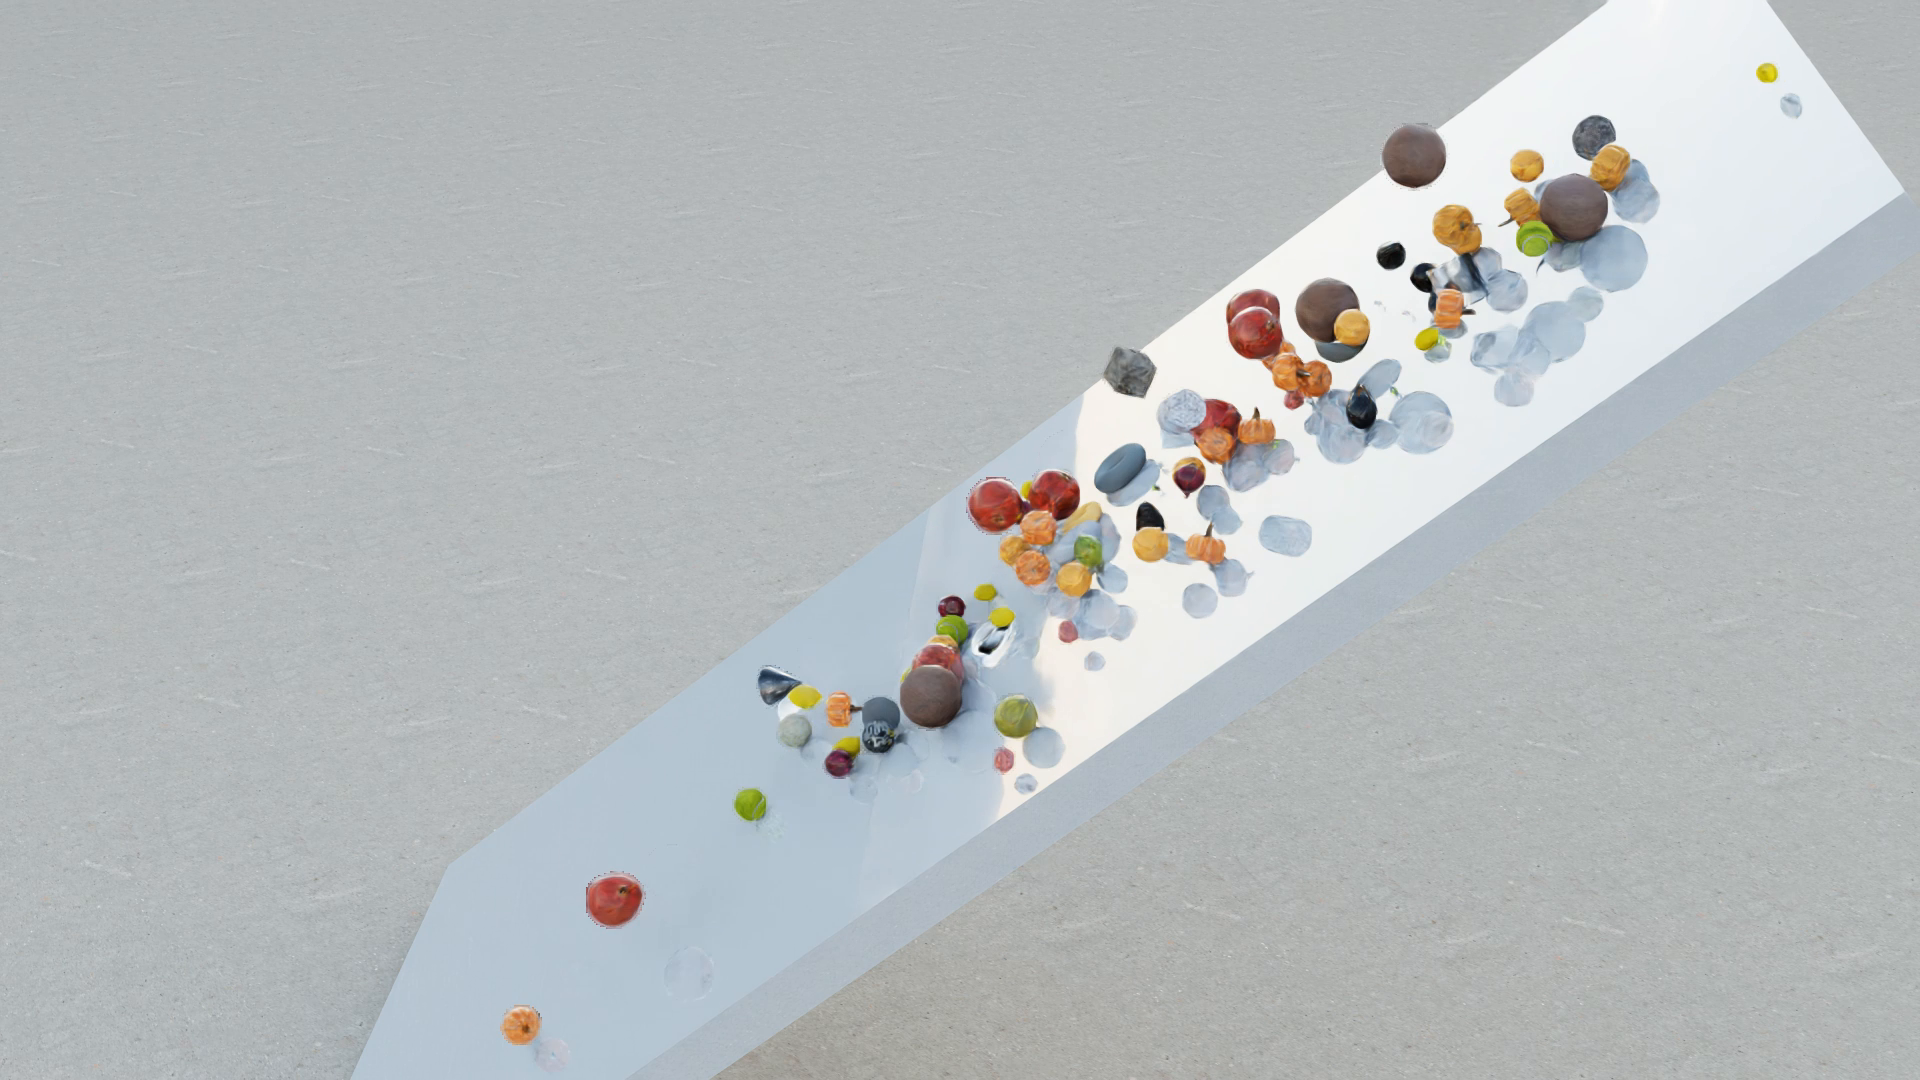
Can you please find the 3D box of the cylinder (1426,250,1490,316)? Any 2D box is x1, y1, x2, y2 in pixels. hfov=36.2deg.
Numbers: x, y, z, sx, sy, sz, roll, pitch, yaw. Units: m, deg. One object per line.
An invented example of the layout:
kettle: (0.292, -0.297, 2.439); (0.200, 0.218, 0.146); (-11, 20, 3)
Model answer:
cylinder: (0.954, -0.492, 5.635); (0.093, 0.093, 0.093); (-26, 3, 1)

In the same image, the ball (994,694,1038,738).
ball: (0.107, 0.338, 5.627); (0.084, 0.084, 0.084); (0, 24, 0)

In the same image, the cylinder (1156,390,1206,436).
cylinder: (0.446, -0.257, 5.927); (0.080, 0.080, 0.080); (-7, -7, -15)

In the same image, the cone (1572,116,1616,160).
cone: (1.257, -0.817, 5.909); (0.092, 0.092, 0.092); (-4, 21, -10)

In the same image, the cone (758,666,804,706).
cone: (-0.405, 0.338, 6.887); (0.097, 0.097, 0.097); (-8, 18, 29)

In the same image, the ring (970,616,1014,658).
ring: (0.066, 0.203, 6.174); (0.108, 0.036, 0.108); (-38, 19, 16)

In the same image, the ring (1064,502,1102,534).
ring: (0.265, -0.044, 6.365); (0.101, 0.034, 0.101); (-39, 14, 12)

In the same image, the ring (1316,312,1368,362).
ring: (0.775, -0.413, 5.975); (0.115, 0.038, 0.115); (-15, 56, 23)

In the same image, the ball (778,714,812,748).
ball: (-0.368, 0.423, 6.543); (0.076, 0.076, 0.076); (0, 24, 0)

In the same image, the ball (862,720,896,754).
ball: (-0.169, 0.409, 6.118); (0.070, 0.070, 0.070); (0, 24, 0)

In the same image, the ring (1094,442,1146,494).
ring: (0.351, -0.158, 6.444); (0.139, 0.046, 0.139); (-39, 17, 15)

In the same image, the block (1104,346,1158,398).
block: (0.388, -0.381, 6.705); (0.079, 0.079, 0.079); (10, 28, -27)

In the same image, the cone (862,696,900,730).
cone: (-0.162, 0.358, 6.207); (0.083, 0.083, 0.083); (2, 15, 5)

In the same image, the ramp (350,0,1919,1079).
ramp: (0.118, 0.187, 6.346); (4.000, 0.100, 2.000); (-36, 16, 18)

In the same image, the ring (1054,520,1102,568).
ring: (0.251, 0.008, 6.249); (0.124, 0.041, 0.124); (-39, 16, 13)
